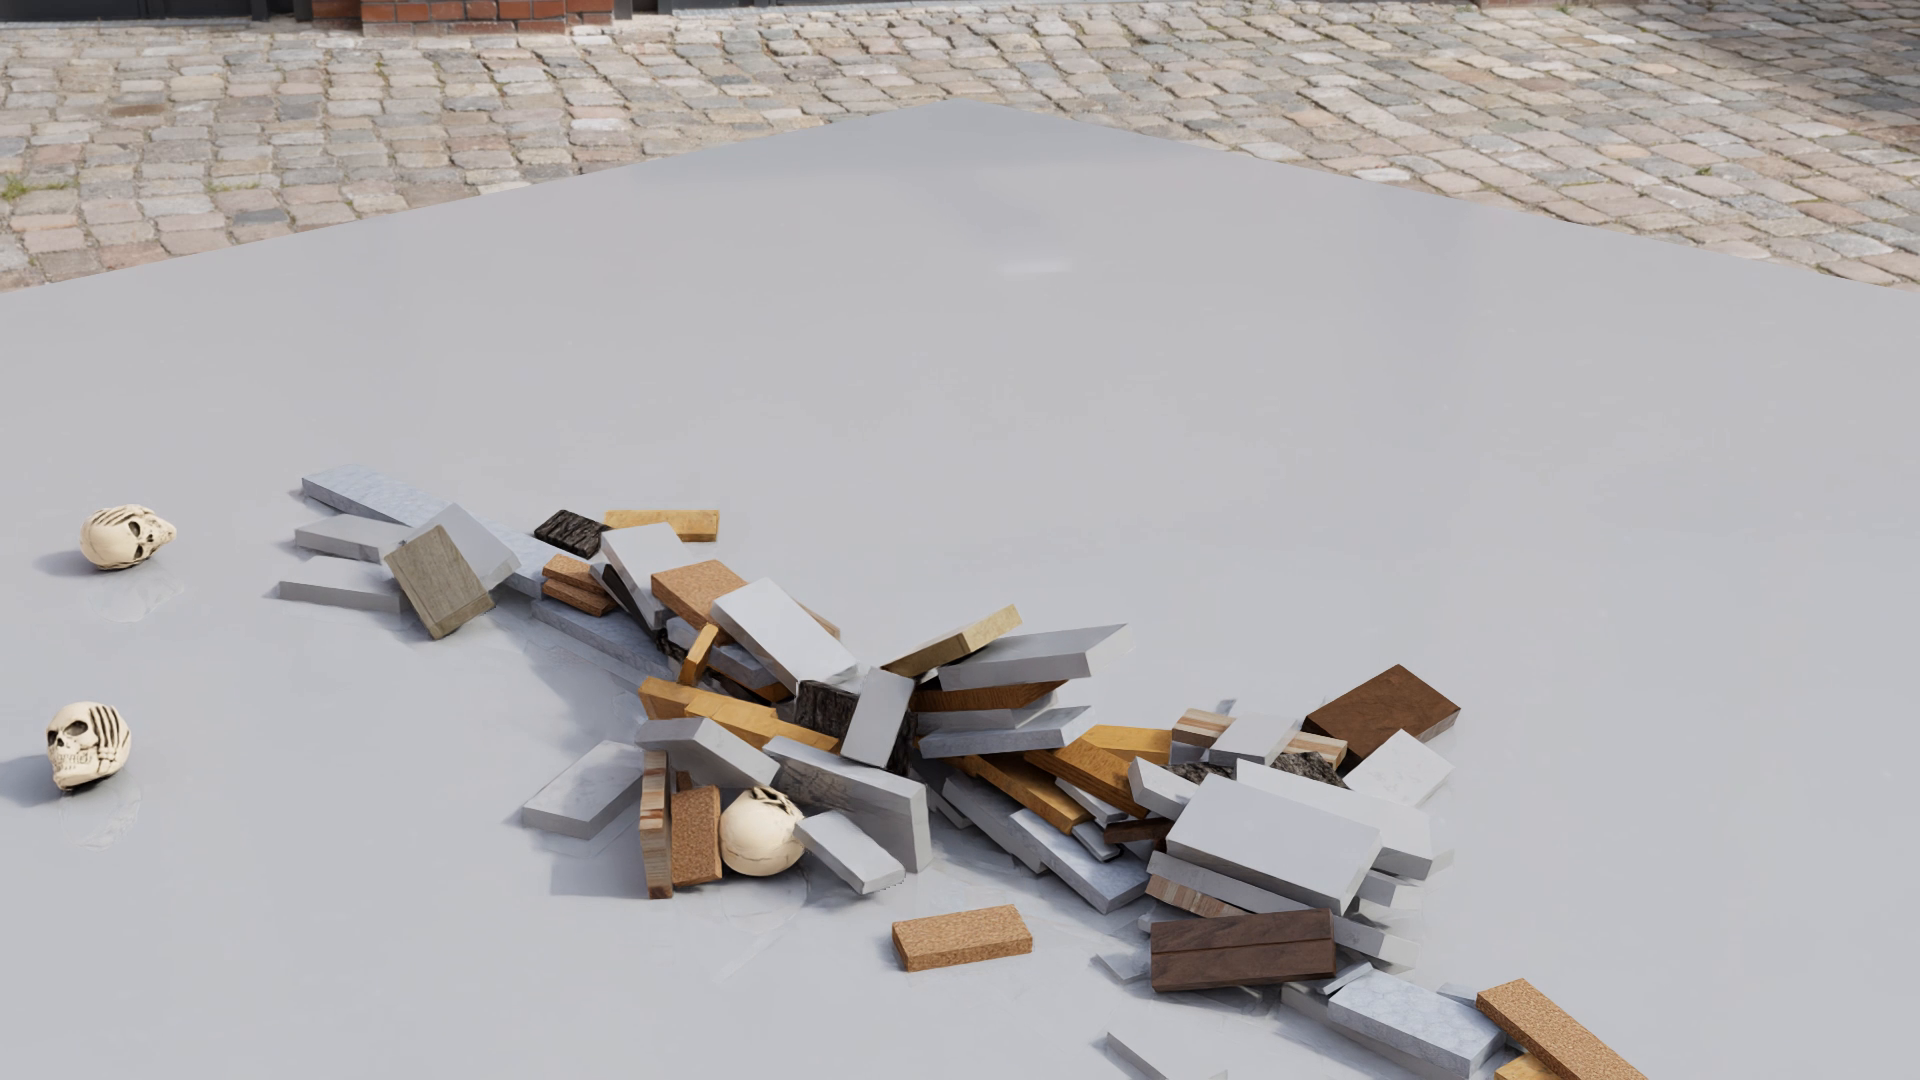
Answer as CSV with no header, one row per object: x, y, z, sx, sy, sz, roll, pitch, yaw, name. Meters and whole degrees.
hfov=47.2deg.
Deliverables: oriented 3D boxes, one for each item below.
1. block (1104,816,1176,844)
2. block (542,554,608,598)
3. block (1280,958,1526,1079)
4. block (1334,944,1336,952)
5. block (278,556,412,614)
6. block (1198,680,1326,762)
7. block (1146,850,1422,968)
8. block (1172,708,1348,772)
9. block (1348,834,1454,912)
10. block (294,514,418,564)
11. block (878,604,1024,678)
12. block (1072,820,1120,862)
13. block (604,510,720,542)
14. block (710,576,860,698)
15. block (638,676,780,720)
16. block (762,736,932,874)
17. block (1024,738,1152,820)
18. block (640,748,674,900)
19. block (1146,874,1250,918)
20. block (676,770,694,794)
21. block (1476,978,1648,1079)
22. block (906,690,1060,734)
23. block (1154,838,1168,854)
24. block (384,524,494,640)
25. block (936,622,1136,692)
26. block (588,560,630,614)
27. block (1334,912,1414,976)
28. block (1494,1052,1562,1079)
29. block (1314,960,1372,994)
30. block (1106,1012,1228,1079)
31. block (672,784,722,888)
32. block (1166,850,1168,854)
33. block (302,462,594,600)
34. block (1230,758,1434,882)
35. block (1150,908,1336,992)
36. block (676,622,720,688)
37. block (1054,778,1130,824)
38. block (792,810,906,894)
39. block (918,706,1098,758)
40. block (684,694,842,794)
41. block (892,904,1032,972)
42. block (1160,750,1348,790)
0.345,0.549,4.168,0.139,0.020,0.070,-8,9,11,block
-0.914,0.085,5.300,0.163,0.023,0.081,19,28,8,block
0.762,0.835,3.744,0.133,0.038,0.438,-21,30,-40,block
0.634,0.734,4.013,0.048,0.014,0.095,-19,29,-37,block
-1.492,0.109,5.444,0.330,0.047,0.165,7,24,15,block
0.629,0.441,4.659,0.174,0.049,0.512,9,25,20,block
0.582,0.668,3.992,0.496,0.043,0.152,15,-6,39,block
0.626,0.421,4.606,0.350,0.029,0.104,11,25,24,block
0.810,0.625,4.238,0.274,0.039,0.137,-18,29,-35,block
-1.537,-0.005,5.652,0.365,0.043,0.153,10,22,39,block
-0.028,0.215,4.397,0.153,0.043,0.307,-28,1,-41,block
0.258,0.573,4.190,0.046,0.013,0.092,-14,41,-34,block
-0.786,-0.037,5.778,0.298,0.029,0.104,0,38,0,block
-0.374,0.209,4.680,0.153,0.043,0.307,-25,55,-40,block
-0.515,0.390,4.631,0.319,0.160,0.045,12,49,26,block
-0.222,0.516,4.309,0.358,0.179,0.051,15,35,31,block
0.265,0.449,4.273,0.260,0.037,0.130,26,21,15,block
-0.585,0.548,4.269,0.043,0.153,0.307,-6,23,-3,block
0.481,0.684,4.005,0.266,0.038,0.133,18,-10,36,block
-0.539,0.543,4.364,0.026,0.092,0.184,-5,24,-12,block
1.044,0.872,3.490,0.098,0.028,0.569,-11,27,-26,block
0.007,0.339,4.389,0.367,0.042,0.149,-7,13,40,block
0.396,0.614,4.239,0.046,0.013,0.233,43,17,-10,block
-1.259,0.098,5.306,0.160,0.045,0.320,-32,45,-13,block
0.146,0.229,4.272,0.348,0.049,0.174,-8,12,36,block
-0.808,0.110,5.267,0.163,0.023,0.081,42,33,28,block
0.743,0.737,3.994,0.082,0.023,0.165,-11,25,-25,block
1.220,1.025,3.247,0.137,0.039,0.979,-17,31,-35,block
0.663,0.755,3.799,0.095,0.014,0.048,-27,-2,-10,block
0.346,0.866,3.685,0.098,0.028,0.196,-15,27,-32,block
-0.506,0.568,4.218,0.092,0.026,0.184,-14,59,16,block
0.555,0.624,4.123,0.304,0.043,0.152,16,-6,36,block
-1.351,-0.035,5.730,0.165,0.047,1.137,-21,29,-40,block
0.708,0.535,4.217,0.384,0.049,0.174,16,25,1,block
0.494,0.718,3.850,0.319,0.033,0.117,-8,58,17,block
-0.567,0.275,4.675,0.029,0.207,0.104,27,50,0,block
0.255,0.495,4.232,0.070,0.020,0.140,-3,31,-47,block
-0.211,0.590,4.172,0.103,0.029,0.207,-13,37,-43,block
0.092,0.375,4.289,0.336,0.037,0.130,-9,12,35,block
-0.388,0.441,4.483,0.358,0.179,0.051,14,44,30,block
0.003,0.725,4.010,0.233,0.033,0.117,-6,24,-15,block
0.578,0.495,4.389,0.347,0.049,0.174,-4,19,-11,block
